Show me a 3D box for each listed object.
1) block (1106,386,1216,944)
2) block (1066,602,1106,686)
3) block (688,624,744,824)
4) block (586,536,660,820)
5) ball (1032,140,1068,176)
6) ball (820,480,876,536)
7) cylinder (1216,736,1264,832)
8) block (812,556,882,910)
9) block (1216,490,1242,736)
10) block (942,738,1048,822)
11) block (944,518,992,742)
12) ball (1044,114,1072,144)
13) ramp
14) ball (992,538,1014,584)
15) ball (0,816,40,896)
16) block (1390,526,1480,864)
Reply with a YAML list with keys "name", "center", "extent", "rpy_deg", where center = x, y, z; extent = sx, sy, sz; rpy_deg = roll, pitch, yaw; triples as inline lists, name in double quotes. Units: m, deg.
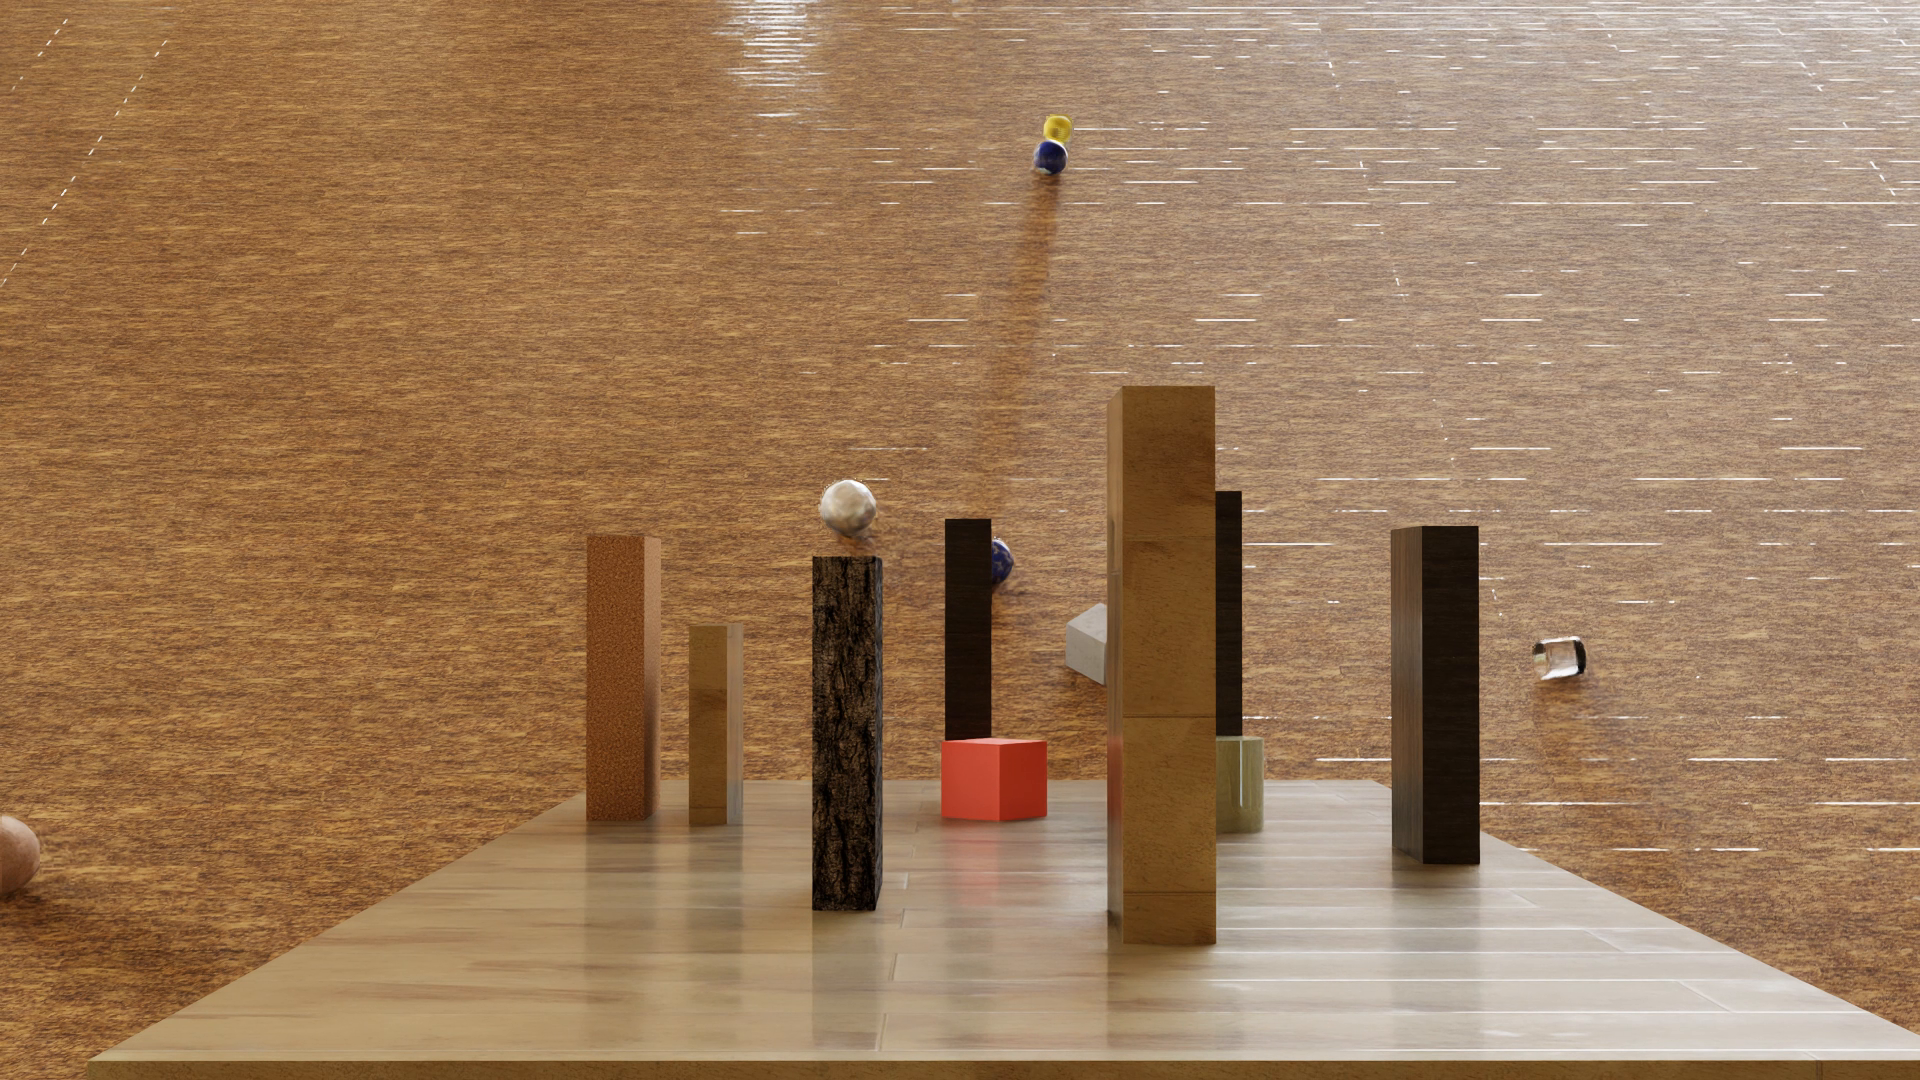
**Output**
- name: "block"
  center: [0.295, 0.179, 3.858]
  extent: [0.131, 0.787, 0.394]
  rpy_deg: [0, -1, 0]
- name: "block"
  center: [0.398, 0.291, 7.288]
  extent: [0.143, 0.143, 0.143]
  rpy_deg: [28, 42, 36]
- name: "block"
  center: [-0.535, 0.396, 5.714]
  extent: [0.081, 0.420, 0.416]
  rpy_deg: [0, -1, 0]
- name: "block"
  center: [-0.743, 0.301, 5.745]
  extent: [0.125, 0.612, 0.309]
  rpy_deg: [0, -1, 0]
- name: "ball"
  center: [0.349, -1.480, 10.032]
  extent: [0.135, 0.135, 0.135]
  rpy_deg: [0, 33, 0]
- name: "ball"
  center: [-0.339, -0.098, 7.866]
  extent: [0.168, 0.168, 0.168]
  rpy_deg: [0, 33, 0]
- name: "cylinder"
  center: [0.541, 0.507, 5.418]
  extent: [0.187, 0.187, 0.187]
  rpy_deg: [0, -1, 0]
- name: "block"
  center: [-0.181, 0.304, 4.233]
  extent: [0.098, 0.550, 0.399]
  rpy_deg: [0, -1, 0]
- name: "block"
  center: [0.549, 0.252, 5.669]
  extent: [0.103, 0.707, 0.305]
  rpy_deg: [0, -1, 0]
- name: "block"
  center: [0.075, 0.523, 5.684]
  extent: [0.165, 0.165, 0.165]
  rpy_deg: [-1, -1, 40]
- name: "block"
  center: [0.019, 0.283, 6.059]
  extent: [0.106, 0.659, 0.269]
  rpy_deg: [0, -1, 0]
- name: "ball"
  center: [0.389, -1.627, 10.278]
  extent: [0.115, 0.115, 0.115]
  rpy_deg: [0, 33, 0]
- name: "ramp"
  center: [0.073, 0.639, 4.751]
  extent: [2.000, 0.100, 4.000]
  rpy_deg: [0, -1, 0]
- name: "ball"
  center: [0.089, 0.063, 7.648]
  extent: [0.135, 0.135, 0.135]
  rpy_deg: [0, 33, 0]
- name: "ball"
  center: [-2.400, 0.788, 6.468]
  extent: [0.201, 0.201, 0.201]
  rpy_deg: [0, 33, 0]
- name: "block"
  center: [0.891, 0.284, 4.877]
  extent: [0.104, 0.613, 0.339]
  rpy_deg: [0, -1, 0]
